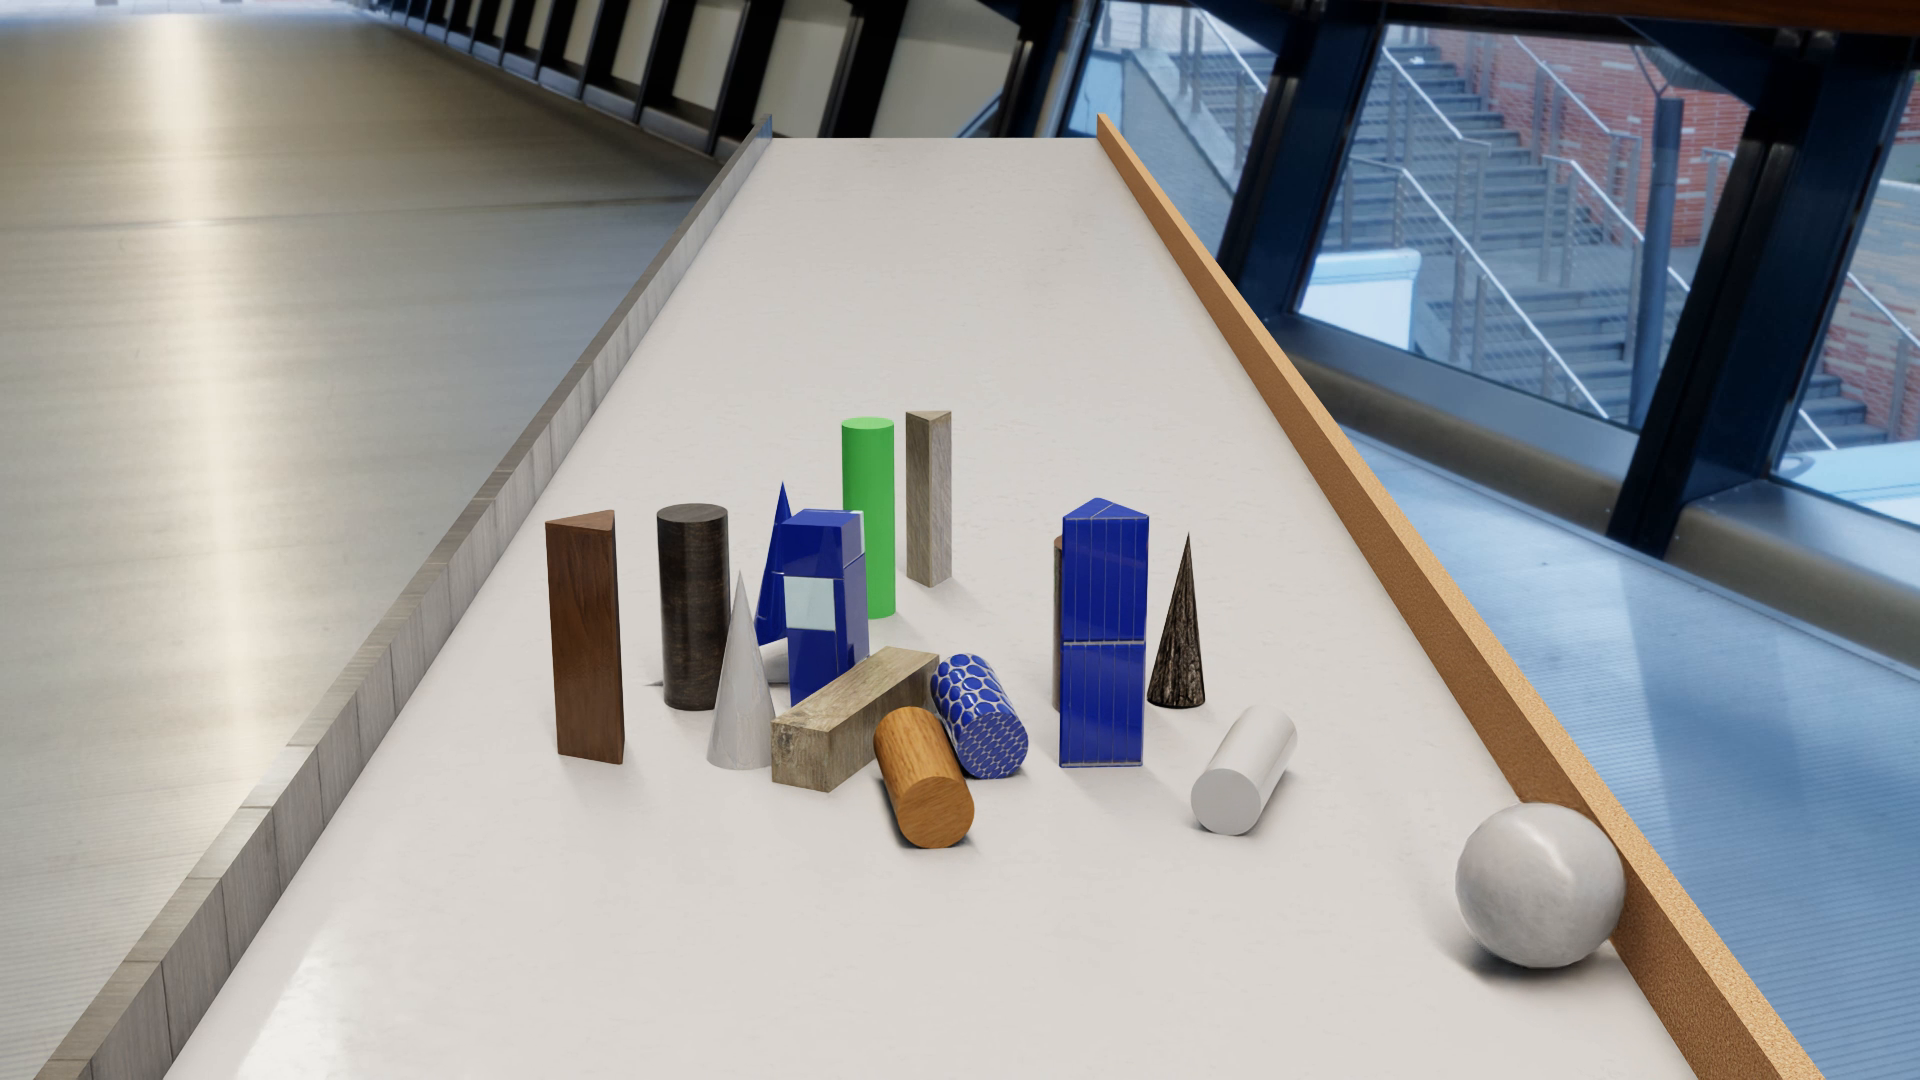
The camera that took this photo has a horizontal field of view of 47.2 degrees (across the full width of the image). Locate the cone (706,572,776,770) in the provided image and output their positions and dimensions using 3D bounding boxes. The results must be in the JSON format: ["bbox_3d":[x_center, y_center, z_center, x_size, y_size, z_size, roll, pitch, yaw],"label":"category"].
[{"bbox_3d":[-0.384,0.216,3.883,0.141,0.351,0.141,0,17,0],"label":"cone"}]

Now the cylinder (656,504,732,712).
[{"bbox_3d":[-0.499,0.126,4.152,0.133,0.370,0.133,0,16,0],"label":"cylinder"}]

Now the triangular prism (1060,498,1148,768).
[{"bbox_3d":[0.246,0.162,3.877,0.146,0.458,0.126,-1,17,-3],"label":"triangular prism"}]

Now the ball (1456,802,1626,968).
[{"bbox_3d":[0.831,0.494,3.152,0.236,0.236,0.236,0,17,0],"label":"ball"}]

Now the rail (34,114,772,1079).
[{"bbox_3d":[-1.118,-0.838,7.780,0.050,0.150,12.000,0,17,-1],"label":"rail"}]

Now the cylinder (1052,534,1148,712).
[{"bbox_3d":[0.263,0.158,4.135,0.177,0.319,0.177,0,16,0],"label":"cylinder"}]

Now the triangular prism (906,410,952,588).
[{"bbox_3d":[-0.056,-0.095,4.878,0.086,0.381,0.100,-11,20,-32],"label":"triangular prism"}]

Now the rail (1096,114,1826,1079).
[{"bbox_3d":[0.932,-0.844,7.801,0.050,0.150,12.000,0,17,-1],"label":"rail"}]

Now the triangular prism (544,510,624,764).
[{"bbox_3d":[-0.638,0.168,3.905,0.132,0.432,0.115,7,18,22],"label":"triangular prism"}]

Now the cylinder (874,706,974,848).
[{"bbox_3d":[-0.064,0.394,3.681,0.126,0.126,0.316,-3,17,-9],"label":"cylinder"}]

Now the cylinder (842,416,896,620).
[{"bbox_3d":[-0.193,-0.046,4.655,0.110,0.414,0.110,0,17,0],"label":"cylinder"}]

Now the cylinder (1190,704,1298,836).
[{"bbox_3d":[0.484,0.386,3.724,0.117,0.117,0.309,6,17,19],"label":"cylinder"}]

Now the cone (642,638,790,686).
[{"bbox_3d":[-0.404,0.246,4.286,0.441,0.131,0.131,-10,17,-3],"label":"cone"}]

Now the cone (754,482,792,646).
[{"bbox_3d":[-0.350,0.057,4.391,0.164,0.368,0.164,0,17,0],"label":"cone"}]

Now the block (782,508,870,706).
[{"bbox_3d":[-0.248,0.136,4.111,0.118,0.368,0.118,3,16,17],"label":"block"}]

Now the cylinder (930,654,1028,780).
[{"bbox_3d":[0.032,0.314,3.952,0.126,0.126,0.305,-3,17,-9],"label":"cylinder"}]

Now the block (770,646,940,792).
[{"bbox_3d":[-0.182,0.317,3.964,0.112,0.112,0.436,8,18,24],"label":"block"}]

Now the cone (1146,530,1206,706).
[{"bbox_3d":[0.421,0.141,4.164,0.113,0.328,0.113,3,13,-1],"label":"cone"}]
